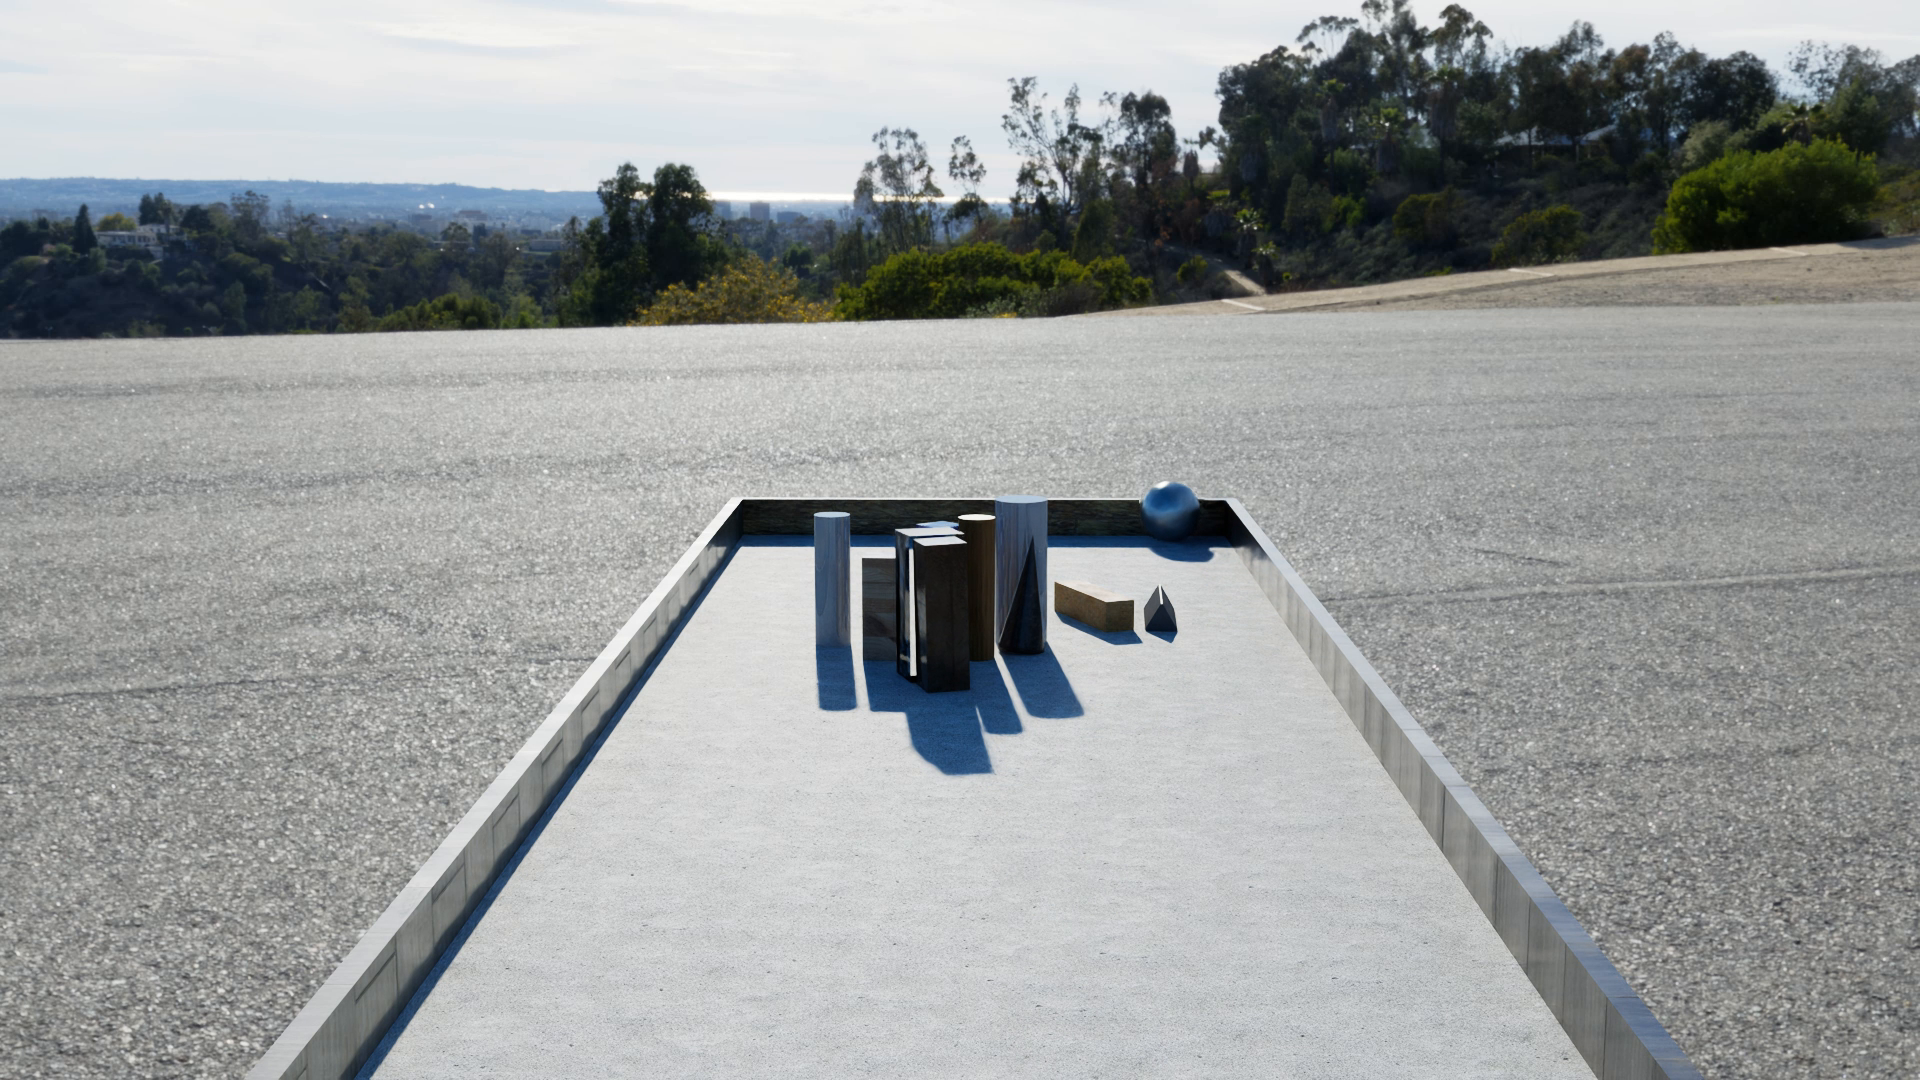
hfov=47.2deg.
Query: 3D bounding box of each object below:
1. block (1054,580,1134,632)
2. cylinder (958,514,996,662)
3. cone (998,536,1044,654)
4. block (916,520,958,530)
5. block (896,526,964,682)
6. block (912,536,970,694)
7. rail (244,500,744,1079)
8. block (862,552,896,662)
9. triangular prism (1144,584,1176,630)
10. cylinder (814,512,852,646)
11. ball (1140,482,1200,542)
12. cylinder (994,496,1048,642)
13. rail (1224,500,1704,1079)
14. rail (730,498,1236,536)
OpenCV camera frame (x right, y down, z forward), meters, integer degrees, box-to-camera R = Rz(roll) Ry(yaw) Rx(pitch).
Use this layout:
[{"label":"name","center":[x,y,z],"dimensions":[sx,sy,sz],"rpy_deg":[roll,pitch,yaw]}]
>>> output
[{"label":"block","center":[0.443,0.217,7.318],"dimensions":[0.100,0.100,0.408],"rpy_deg":[-4,10,-22]},{"label":"cylinder","center":[0.050,0.146,6.701],"dimensions":[0.112,0.434,0.112],"rpy_deg":[0,9,0]},{"label":"cone","center":[0.208,0.160,6.802],"dimensions":[0.147,0.362,0.147],"rpy_deg":[6,10,-1]},{"label":"block","center":[-0.061,0.138,6.937],"dimensions":[0.111,0.377,0.111],"rpy_deg":[-8,12,-40]},{"label":"block","center":[-0.087,0.187,6.445],"dimensions":[0.165,0.428,0.165],"rpy_deg":[-3,8,-16]},{"label":"block","center":[-0.053,0.213,6.299],"dimensions":[0.125,0.426,0.125],"rpy_deg":[-4,10,-16]},{"label":"rail","center":[-1.004,0.839,3.234],"dimensions":[0.050,0.150,12.000],"rpy_deg":[0,9,1]},{"label":"block","center":[-0.240,0.203,6.717],"dimensions":[0.104,0.317,0.104],"rpy_deg":[1,9,6]},{"label":"triangular prism","center":[0.666,0.222,7.311],"dimensions":[0.103,0.089,0.366],"rpy_deg":[1,9,4]},{"label":"cylinder","center":[-0.401,0.123,6.917],"dimensions":[0.113,0.411,0.113],"rpy_deg":[0,9,0]},{"label":"ball","center":[0.858,-0.117,8.969],"dimensions":[0.244,0.244,0.244],"rpy_deg":[0,9,0]},{"label":"cylinder","center":[0.193,0.095,6.950],"dimensions":[0.166,0.455,0.166],"rpy_deg":[0,10,0]},{"label":"rail","center":[1.046,0.843,3.208],"dimensions":[0.050,0.150,12.000],"rpy_deg":[0,9,1]},{"label":"rail","center":[0.099,-0.098,9.147],"dimensions":[2.100,0.150,0.050],"rpy_deg":[0,9,1]}]
